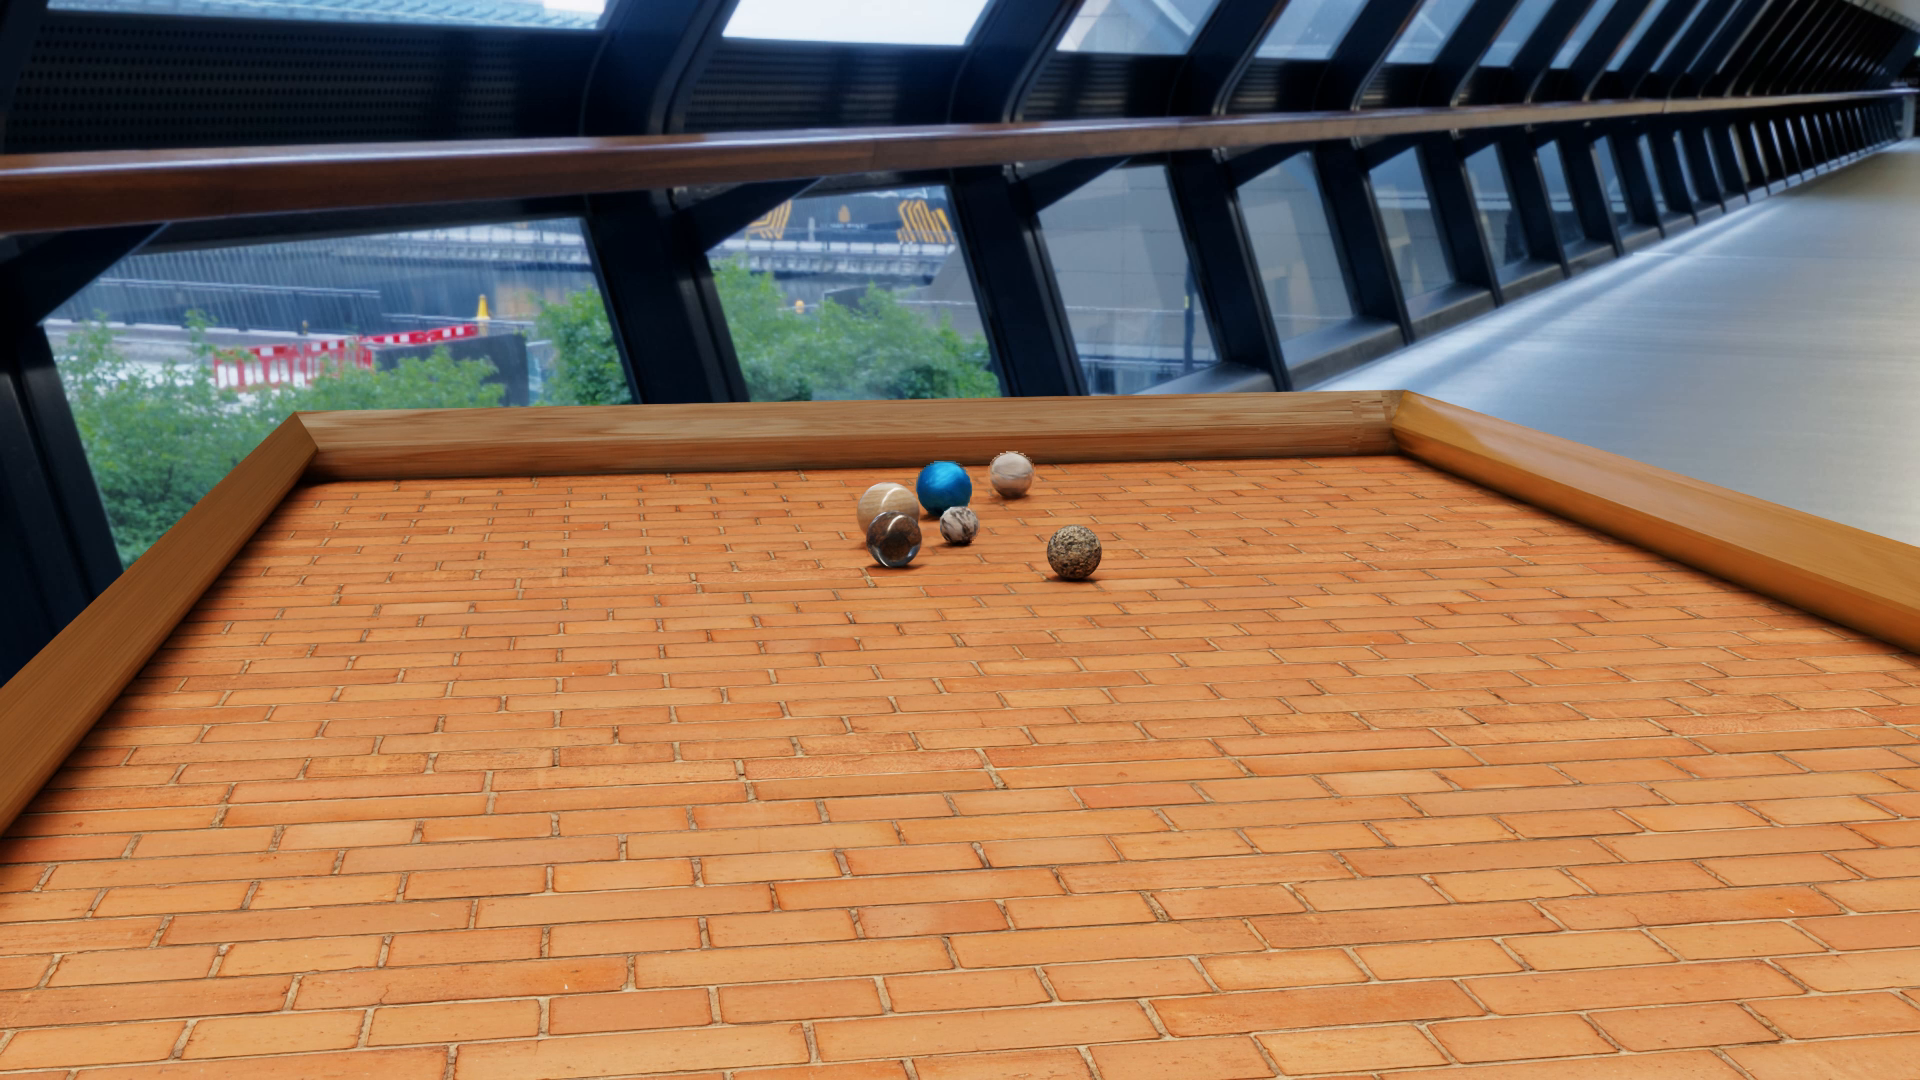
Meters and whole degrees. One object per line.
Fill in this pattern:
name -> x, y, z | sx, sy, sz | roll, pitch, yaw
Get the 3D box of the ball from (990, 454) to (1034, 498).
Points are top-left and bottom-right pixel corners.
ball -> 0.092, -0.115, 3.910 | 0.079, 0.079, 0.079 | 0, 10, 0

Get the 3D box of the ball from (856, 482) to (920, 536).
ball -> -0.113, -0.041, 3.450 | 0.100, 0.100, 0.100 | 0, 10, 0

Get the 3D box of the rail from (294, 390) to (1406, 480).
rail -> -0.165, -0.202, 4.240 | 2.164, 0.130, 0.045 | -2, 11, -9

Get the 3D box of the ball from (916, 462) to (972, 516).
ball -> -0.026, -0.085, 3.705 | 0.093, 0.093, 0.093 | 0, 10, 0

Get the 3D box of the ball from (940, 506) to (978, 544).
ball -> -0.002, -0.024, 3.464 | 0.061, 0.061, 0.061 | 0, 10, 0

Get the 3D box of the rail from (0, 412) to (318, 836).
rail -> -0.875, 0.188, 2.113 | 0.045, 0.130, 4.079 | -2, 11, -9

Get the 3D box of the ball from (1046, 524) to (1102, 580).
ball -> 0.166, 0.018, 3.184 | 0.080, 0.080, 0.080 | 0, 10, 0

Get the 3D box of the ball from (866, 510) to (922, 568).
ball -> -0.099, -0.002, 3.278 | 0.084, 0.084, 0.084 | 0, 10, 0

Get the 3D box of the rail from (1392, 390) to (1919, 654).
rail -> 1.212, 0.125, 2.457 | 0.045, 0.130, 4.079 | -2, 11, -9
